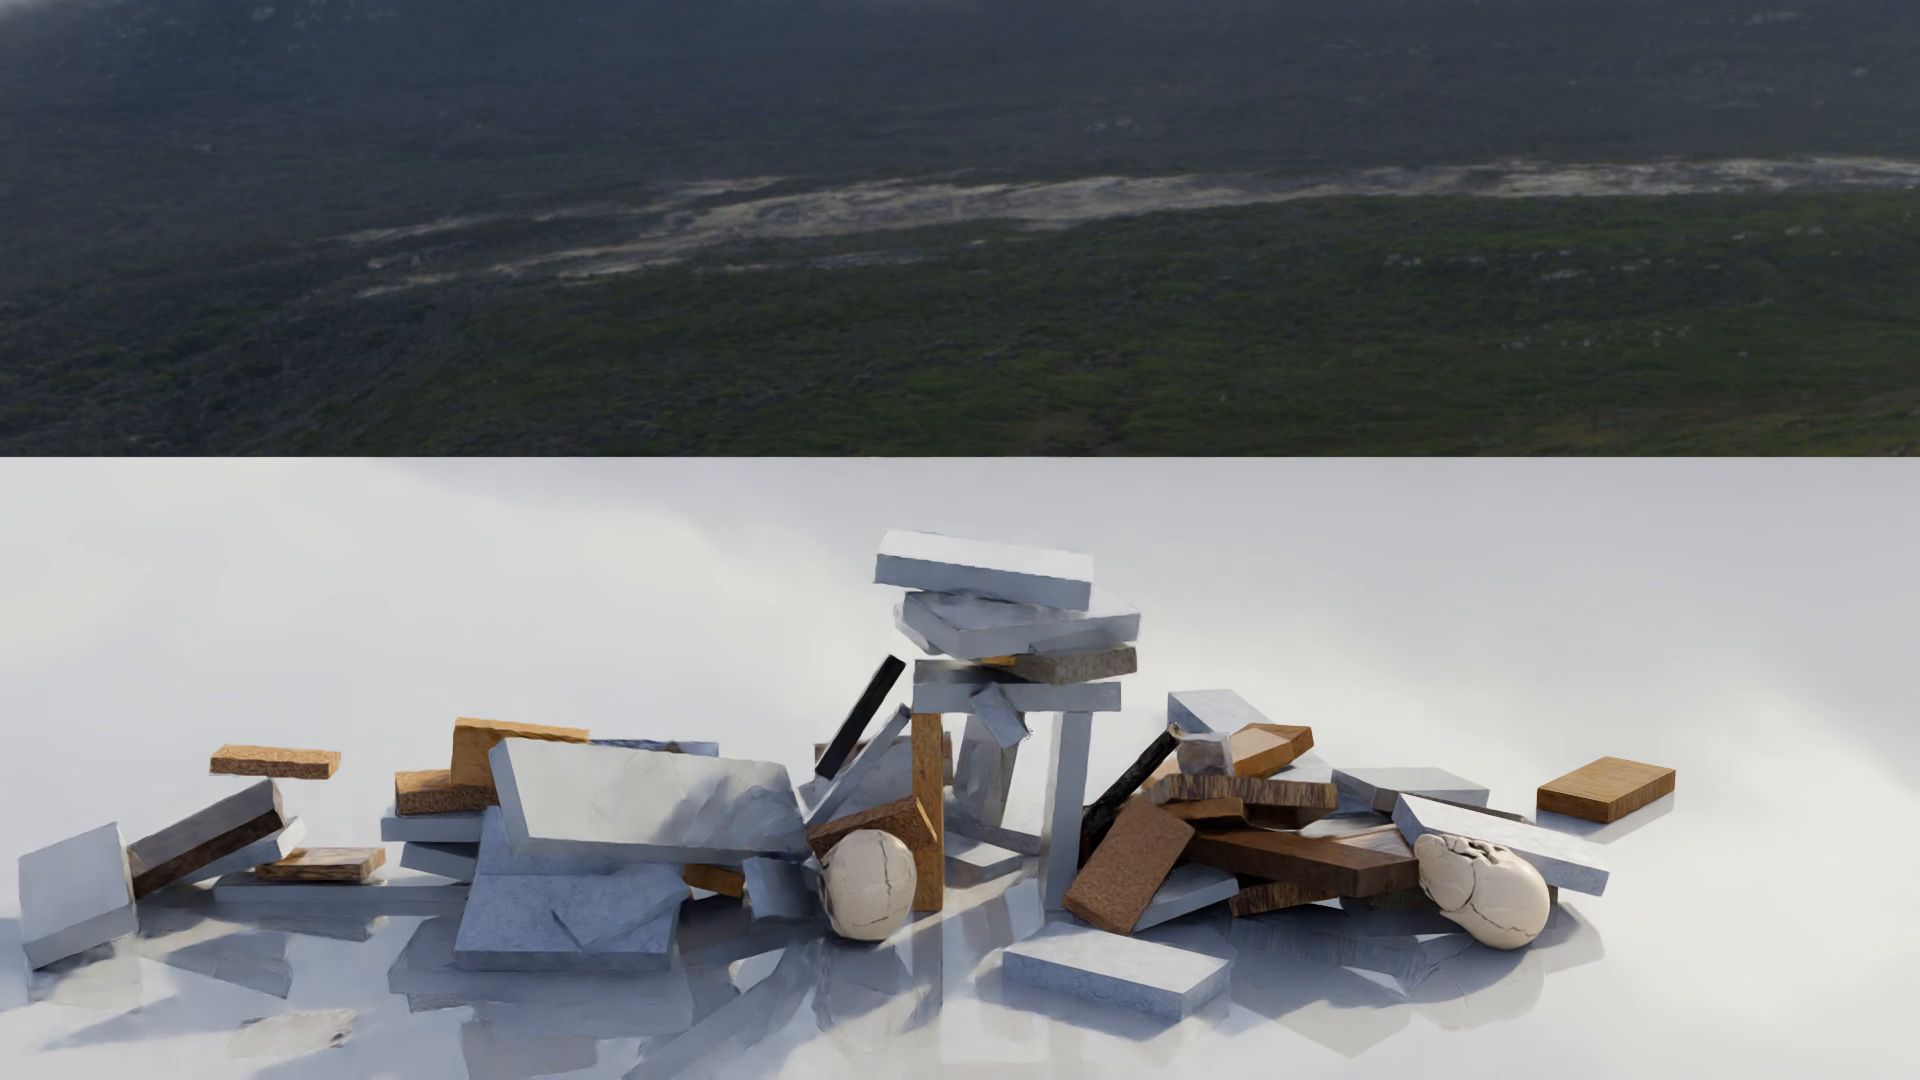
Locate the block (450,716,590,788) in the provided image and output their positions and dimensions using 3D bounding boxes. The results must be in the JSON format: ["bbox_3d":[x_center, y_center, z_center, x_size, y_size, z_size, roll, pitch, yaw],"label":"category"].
[{"bbox_3d":[-0.718,0.353,3.587,0.213,0.107,0.030,7,21,-7],"label":"block"}]

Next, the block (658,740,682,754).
[{"bbox_3d":[-0.444,0.417,3.551,0.085,0.171,0.024,-40,13,-12],"label":"block"}]

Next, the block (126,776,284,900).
[{"bbox_3d":[-1.247,0.490,3.631,0.259,0.037,0.130,-26,25,-9],"label":"block"}]

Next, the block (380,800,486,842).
[{"bbox_3d":[-0.806,0.461,3.654,0.279,0.040,0.140,1,10,-1],"label":"block"}]

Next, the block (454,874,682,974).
[{"bbox_3d":[-0.598,0.588,3.376,0.321,0.046,0.161,0,36,1],"label":"block"}]

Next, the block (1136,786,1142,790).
[{"bbox_3d":[0.363,0.475,4.234,0.067,0.019,0.134,1,11,7],"label":"block"}]

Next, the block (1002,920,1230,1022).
[{"bbox_3d":[0.232,0.640,3.281,0.304,0.043,0.152,7,13,33],"label":"block"}]

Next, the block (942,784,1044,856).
[{"bbox_3d":[0.069,0.503,3.947,0.262,0.037,0.131,10,18,23],"label":"block"}]

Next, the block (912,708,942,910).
[{"bbox_3d":[-0.053,0.425,3.638,0.047,0.334,0.167,0,11,0],"label":"block"}]

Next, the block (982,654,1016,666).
[{"bbox_3d":[0.046,0.168,3.414,0.050,0.014,0.100,5,17,-23],"label":"block"}]

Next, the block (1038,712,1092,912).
[{"bbox_3d":[0.172,0.425,3.635,0.047,0.334,0.167,5,11,-3],"label":"block"}]

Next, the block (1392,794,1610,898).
[{"bbox_3d":[0.888,0.501,3.622,0.321,0.046,0.161,14,12,-5],"label":"block"}]

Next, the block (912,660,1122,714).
[{"bbox_3d":[0.092,0.237,3.599,0.334,0.047,0.167,-1,11,0],"label":"block"}]

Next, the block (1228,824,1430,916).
[{"bbox_3d":[0.596,0.541,3.626,0.321,0.046,0.161,-11,12,2],"label":"block"}]

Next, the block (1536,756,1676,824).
[{"bbox_3d":[1.231,0.474,4.185,0.144,0.041,0.287,9,14,41],"label":"block"}]

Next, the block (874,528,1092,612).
[{"bbox_3d":[0.041,0.046,3.501,0.337,0.048,0.168,8,14,2],"label":"block"}]

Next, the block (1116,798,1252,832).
[{"bbox_3d":[0.377,0.470,3.706,0.211,0.030,0.106,-7,-22,15],"label":"block"}]

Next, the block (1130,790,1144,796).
[{"bbox_3d":[0.344,0.502,4.071,0.091,0.026,0.182,3,11,14],"label":"block"}]

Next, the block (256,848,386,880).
[{"bbox_3d":[-1.067,0.541,3.674,0.187,0.027,0.094,-2,9,11],"label":"block"}]

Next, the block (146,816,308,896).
[{"bbox_3d":[-1.245,0.531,3.696,0.259,0.037,0.130,-15,10,4],"label":"block"}]

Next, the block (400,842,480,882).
[{"bbox_3d":[-0.776,0.532,3.660,0.279,0.040,0.140,13,10,-4],"label":"block"}]

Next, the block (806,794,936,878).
[{"bbox_3d":[-0.141,0.475,3.526,0.186,0.093,0.026,-18,37,8],"label":"block"}]

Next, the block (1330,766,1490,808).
[{"bbox_3d":[0.839,0.464,4.099,0.277,0.039,0.139,4,10,-35],"label":"block"}]

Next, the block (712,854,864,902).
[{"bbox_3d":[-0.296,0.532,3.674,0.272,0.039,0.136,15,9,-3],"label":"block"}]

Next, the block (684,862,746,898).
[{"bbox_3d":[-0.488,0.523,3.659,0.272,0.039,0.136,14,10,-4],"label":"block"}]

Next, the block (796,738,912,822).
[{"bbox_3d":[-0.165,0.453,3.961,0.229,0.032,0.114,-22,57,-16],"label":"block"}]

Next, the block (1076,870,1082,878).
[{"bbox_3d":[0.238,0.573,3.717,0.109,0.015,0.054,-1,9,-6],"label":"block"}]

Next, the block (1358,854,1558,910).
[{"bbox_3d":[0.816,0.565,3.681,0.321,0.046,0.161,-1,11,-7],"label":"block"}]

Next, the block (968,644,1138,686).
[{"bbox_3d":[0.145,0.184,3.538,0.147,0.042,0.293,-7,8,-26],"label":"block"}]

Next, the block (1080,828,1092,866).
[{"bbox_3d":[0.213,0.536,3.630,0.015,0.109,0.054,-13,27,2],"label":"block"}]

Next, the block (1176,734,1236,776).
[{"bbox_3d":[0.447,0.438,3.920,0.095,0.190,0.027,-2,19,35],"label":"block"}]
